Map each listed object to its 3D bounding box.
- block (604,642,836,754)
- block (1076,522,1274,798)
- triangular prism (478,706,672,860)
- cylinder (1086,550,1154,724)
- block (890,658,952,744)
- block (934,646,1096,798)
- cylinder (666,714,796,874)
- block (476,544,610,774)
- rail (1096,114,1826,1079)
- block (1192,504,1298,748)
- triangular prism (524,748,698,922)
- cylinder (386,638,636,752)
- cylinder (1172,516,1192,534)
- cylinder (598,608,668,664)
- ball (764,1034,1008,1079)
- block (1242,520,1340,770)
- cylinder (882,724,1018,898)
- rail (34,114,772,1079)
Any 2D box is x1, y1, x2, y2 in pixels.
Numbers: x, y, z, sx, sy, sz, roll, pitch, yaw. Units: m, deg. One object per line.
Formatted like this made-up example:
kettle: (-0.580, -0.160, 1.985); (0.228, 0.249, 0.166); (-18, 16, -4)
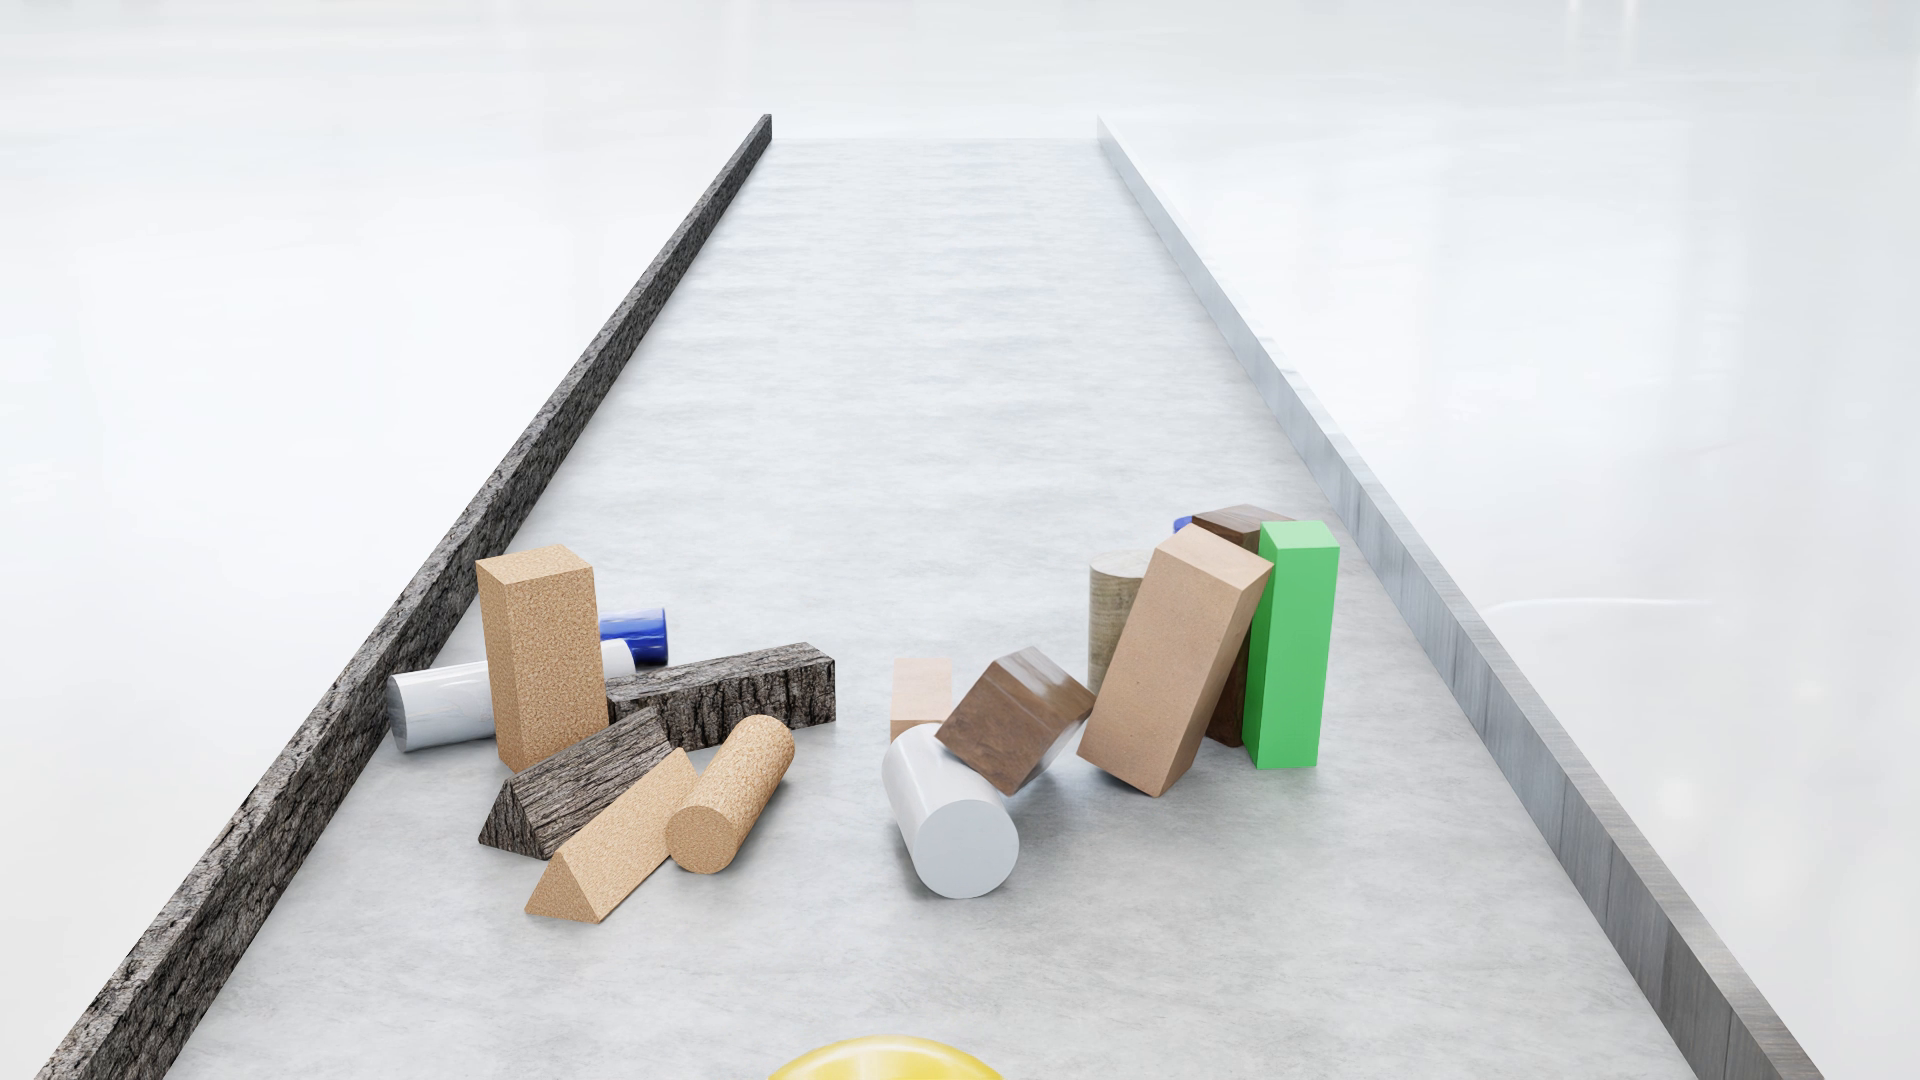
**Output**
block: (-0.448, 0.296, 4.020); (0.434, 0.121, 0.121); (-10, 19, -29)
block: (0.365, 0.206, 3.753); (0.162, 0.416, 0.162); (27, 26, 18)
triangular prism: (-0.629, 0.394, 3.674); (0.142, 0.123, 0.373); (9, 19, 28)
cylinder: (0.320, 0.193, 4.023); (0.173, 0.315, 0.173); (0, 17, 0)
block: (-0.068, 0.317, 3.973); (0.107, 0.107, 0.318); (0, 17, 0)
block: (0.103, 0.295, 3.662); (0.155, 0.155, 0.432); (39, 7, 8)
cylinder: (-0.374, 0.414, 3.632); (0.117, 0.117, 0.397); (3, 17, 9)
block: (-0.725, 0.216, 3.837); (0.156, 0.370, 0.156); (-13, 20, -27)
rail: (0.932, -0.844, 7.801); (0.050, 0.150, 12.000); (0, 17, -1)
block: (0.508, 0.154, 3.992); (0.135, 0.406, 0.135); (-12, 21, -34)
triangular prism: (-0.533, 0.457, 3.491); (0.125, 0.108, 0.434); (5, 17, 17)
cylinder: (-0.819, 0.282, 4.031); (0.429, 0.140, 0.140); (-9, 19, -27)
cylinder: (0.450, 0.138, 4.146); (0.117, 0.348, 0.117); (2, 17, -1)
cylinder: (-0.759, 0.200, 4.366); (0.351, 0.107, 0.107); (-3, 17, -11)
ball: (-0.076, 0.695, 2.210); (0.388, 0.388, 0.388); (0, 17, 0)
block: (0.574, 0.184, 3.835); (0.108, 0.428, 0.108); (-2, 25, -8)
cylinder: (-0.020, 0.426, 3.503); (0.165, 0.165, 0.321); (-3, 17, -10)
rail: (-1.118, -0.838, 7.780); (0.050, 0.150, 12.000); (0, 17, -1)
